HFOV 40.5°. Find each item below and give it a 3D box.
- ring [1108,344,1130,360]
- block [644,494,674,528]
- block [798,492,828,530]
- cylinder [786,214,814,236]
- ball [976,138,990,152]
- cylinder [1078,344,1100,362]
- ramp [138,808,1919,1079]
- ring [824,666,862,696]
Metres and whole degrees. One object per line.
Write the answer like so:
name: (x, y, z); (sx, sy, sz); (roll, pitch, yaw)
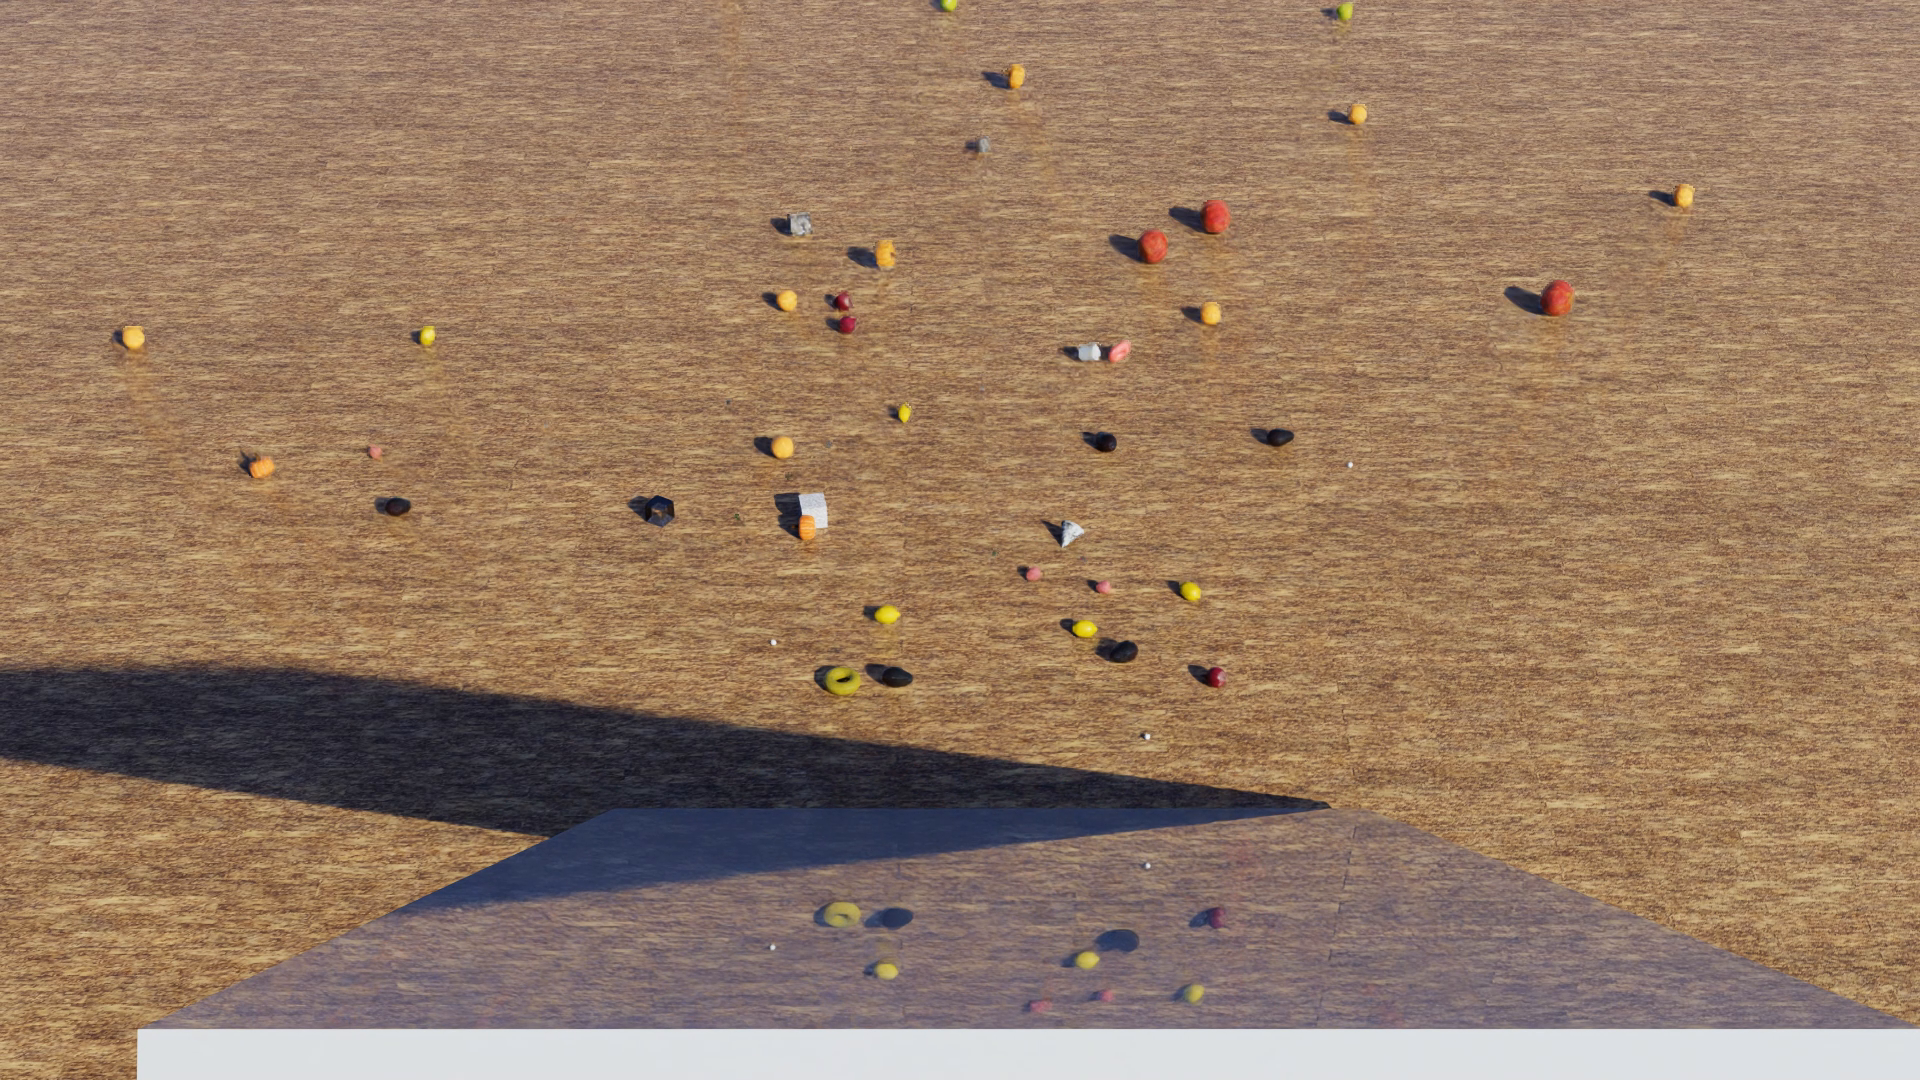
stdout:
ring: (0.536, -0.636, 8.792); (0.083, 0.083, 0.028); (-20, 73, -25)
block: (-0.931, -0.089, 8.064); (0.064, 0.064, 0.064); (20, 41, 25)
block: (-0.455, -0.090, 8.054); (0.077, 0.077, 0.077); (-6, 37, -8)
cylinder: (-0.583, -1.147, 9.483); (0.074, 0.074, 0.074); (2, 33, -28)
ball: (0.087, -1.517, 10.000); (0.054, 0.054, 0.054); (0, 37, 0)
cylinder: (0.437, -0.631, 8.791); (0.053, 0.053, 0.053); (-6, 30, 33)
ramp: (0.080, 0.680, 4.904); (2.000, 0.100, 4.000); (0, -2, 0)
ring: (-0.337, 0.402, 7.425); (0.109, 0.036, 0.109); (1, 36, -1)
